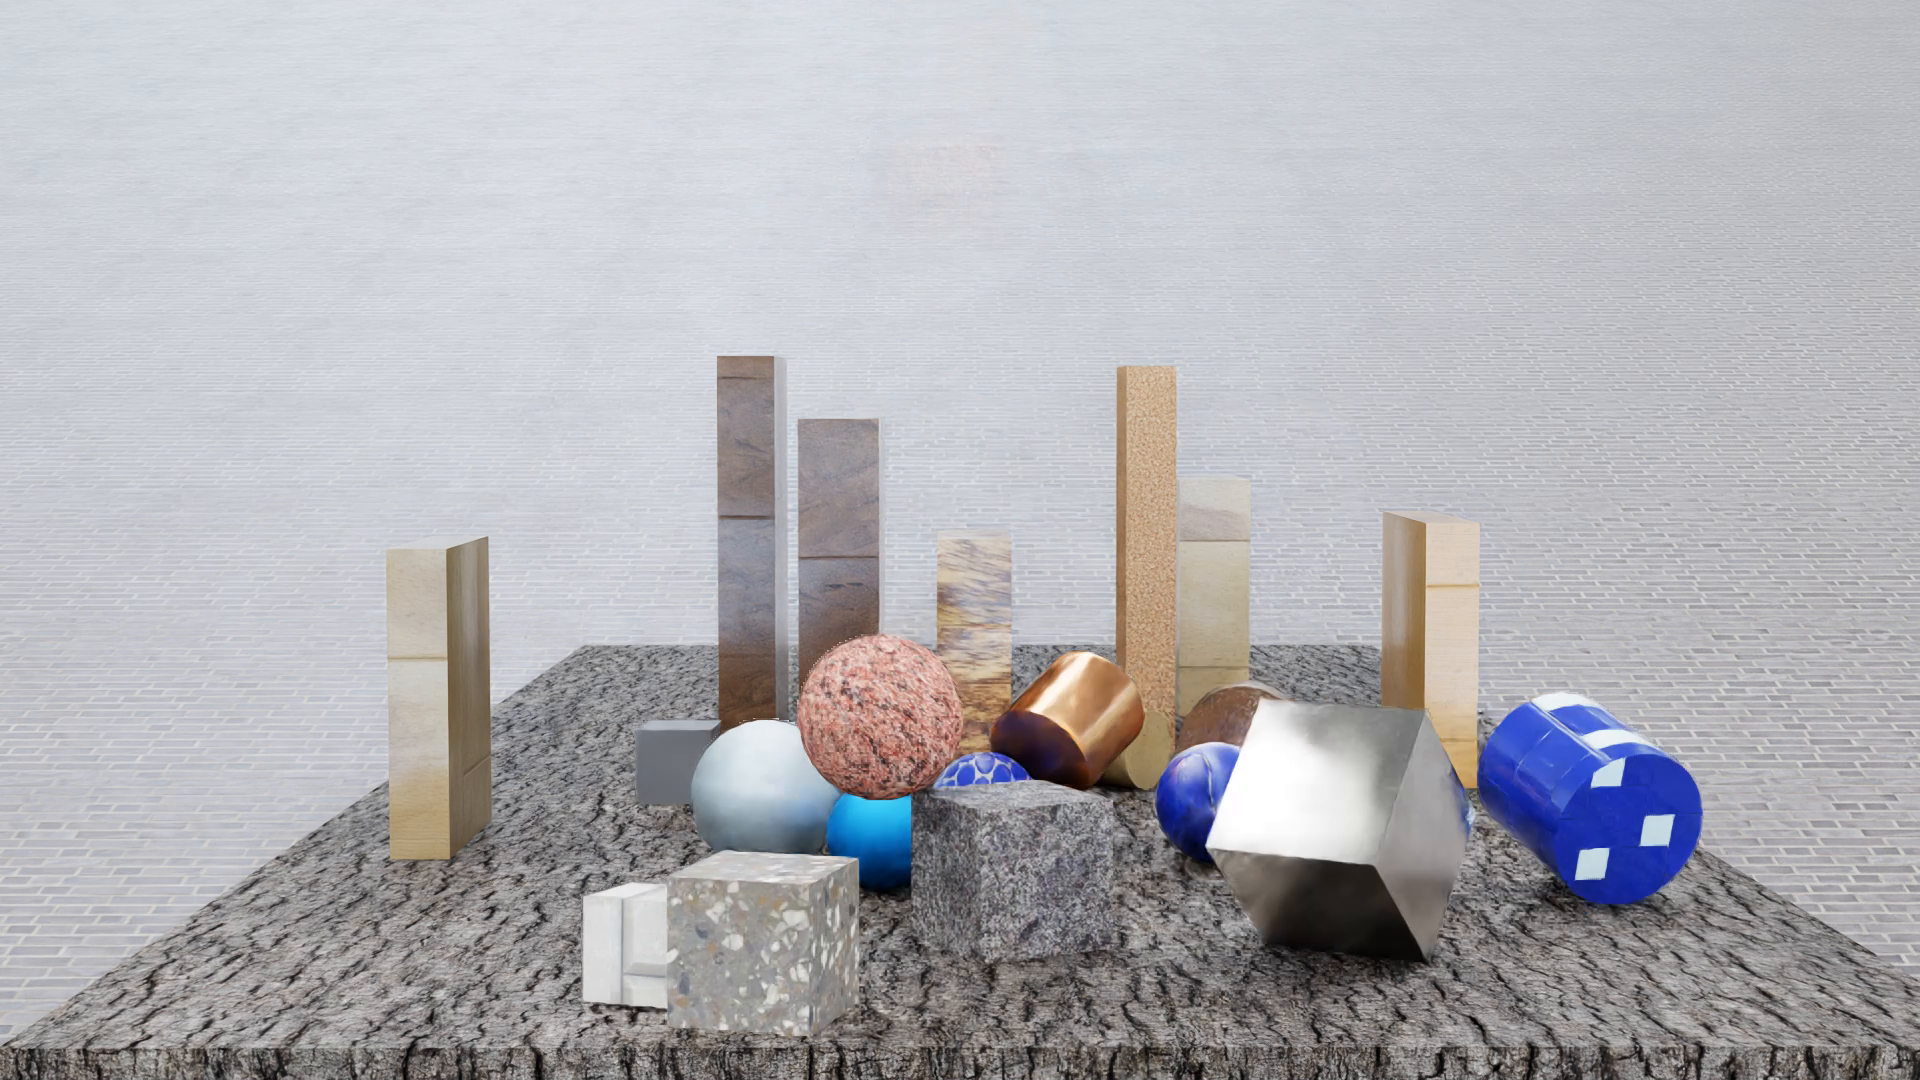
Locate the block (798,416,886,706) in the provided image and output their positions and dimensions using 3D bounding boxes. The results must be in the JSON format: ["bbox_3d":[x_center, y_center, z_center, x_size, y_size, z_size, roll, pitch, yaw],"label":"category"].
[{"bbox_3d":[-0.212,0.075,4.687,0.141,0.597,0.392,0,3,0],"label":"block"}]

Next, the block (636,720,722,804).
[{"bbox_3d":[-0.445,0.352,4.073,0.117,0.117,0.117,0,3,3],"label":"block"}]

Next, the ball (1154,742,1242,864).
[{"bbox_3d":[0.350,0.360,3.517,0.166,0.166,0.166,0,21,0],"label":"ball"}]

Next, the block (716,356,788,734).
[{"bbox_3d":[-0.385,0.013,4.806,0.103,0.708,0.353,0,3,0],"label":"block"}]

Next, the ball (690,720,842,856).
[{"bbox_3d":[-0.261,0.344,3.461,0.203,0.203,0.203,0,21,0],"label":"ball"}]

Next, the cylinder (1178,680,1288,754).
[{"bbox_3d":[0.432,0.316,3.913,0.195,0.195,0.195,3,0,7],"label":"cylinder"}]

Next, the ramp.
[{"bbox_3d":[0.048,0.433,4.532,2.000,0.100,4.000,0,3,0],"label":"ramp"}]

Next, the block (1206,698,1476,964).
[{"bbox_3d":[0.439,0.331,2.940,0.205,0.205,0.205,2,52,33],"label":"block"}]

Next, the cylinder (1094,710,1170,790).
[{"bbox_3d":[0.255,0.337,4.203,0.129,0.129,0.129,3,18,38],"label":"cylinder"}]

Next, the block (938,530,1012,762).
[{"bbox_3d":[0.020,0.209,3.795,0.106,0.435,0.258,0,3,0],"label":"block"}]

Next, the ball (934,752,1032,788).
[{"bbox_3d":[0.034,0.366,3.529,0.151,0.151,0.151,0,21,0],"label":"ball"}]

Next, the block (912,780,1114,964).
[{"bbox_3d":[0.060,0.385,3.013,0.174,0.174,0.174,-2,4,-28],"label":"block"}]

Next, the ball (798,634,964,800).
[{"bbox_3d":[-0.093,0.209,3.021,0.195,0.195,0.195,0,21,0],"label":"ball"}]

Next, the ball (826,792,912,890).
[{"bbox_3d":[-0.102,0.382,3.334,0.144,0.144,0.144,0,21,0],"label":"ball"}]

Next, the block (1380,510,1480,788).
[{"bbox_3d":[0.796,0.176,4.371,0.087,0.432,0.424,0,3,0],"label":"block"}]

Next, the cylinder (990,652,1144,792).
[{"bbox_3d":[0.151,0.265,3.600,0.158,0.158,0.158,13,36,30],"label":"cylinder"}]

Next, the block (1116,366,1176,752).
[{"bbox_3d":[0.339,0.028,4.708,0.088,0.689,0.287,0,3,0],"label":"block"}]

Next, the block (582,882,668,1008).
[{"bbox_3d":[-0.326,0.430,2.733,0.110,0.110,0.110,1,1,19],"label":"block"}]

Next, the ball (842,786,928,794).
[{"bbox_3d":[-0.123,0.351,3.756,0.155,0.155,0.155,0,21,0],"label":"ball"}]

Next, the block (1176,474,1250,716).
[{"bbox_3d":[0.503,0.105,5.283,0.140,0.468,0.411,0,3,0],"label":"block"}]

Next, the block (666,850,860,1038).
[{"bbox_3d":[-0.202,0.416,2.664,0.154,0.154,0.154,1,3,16],"label":"block"}]

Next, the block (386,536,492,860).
[{"bbox_3d":[-0.747,0.217,3.699,0.083,0.430,0.322,0,3,0],"label":"block"}]

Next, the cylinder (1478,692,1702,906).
[{"bbox_3d":[0.797,0.326,3.263,0.204,0.204,0.204,-6,20,-15],"label":"cylinder"}]
